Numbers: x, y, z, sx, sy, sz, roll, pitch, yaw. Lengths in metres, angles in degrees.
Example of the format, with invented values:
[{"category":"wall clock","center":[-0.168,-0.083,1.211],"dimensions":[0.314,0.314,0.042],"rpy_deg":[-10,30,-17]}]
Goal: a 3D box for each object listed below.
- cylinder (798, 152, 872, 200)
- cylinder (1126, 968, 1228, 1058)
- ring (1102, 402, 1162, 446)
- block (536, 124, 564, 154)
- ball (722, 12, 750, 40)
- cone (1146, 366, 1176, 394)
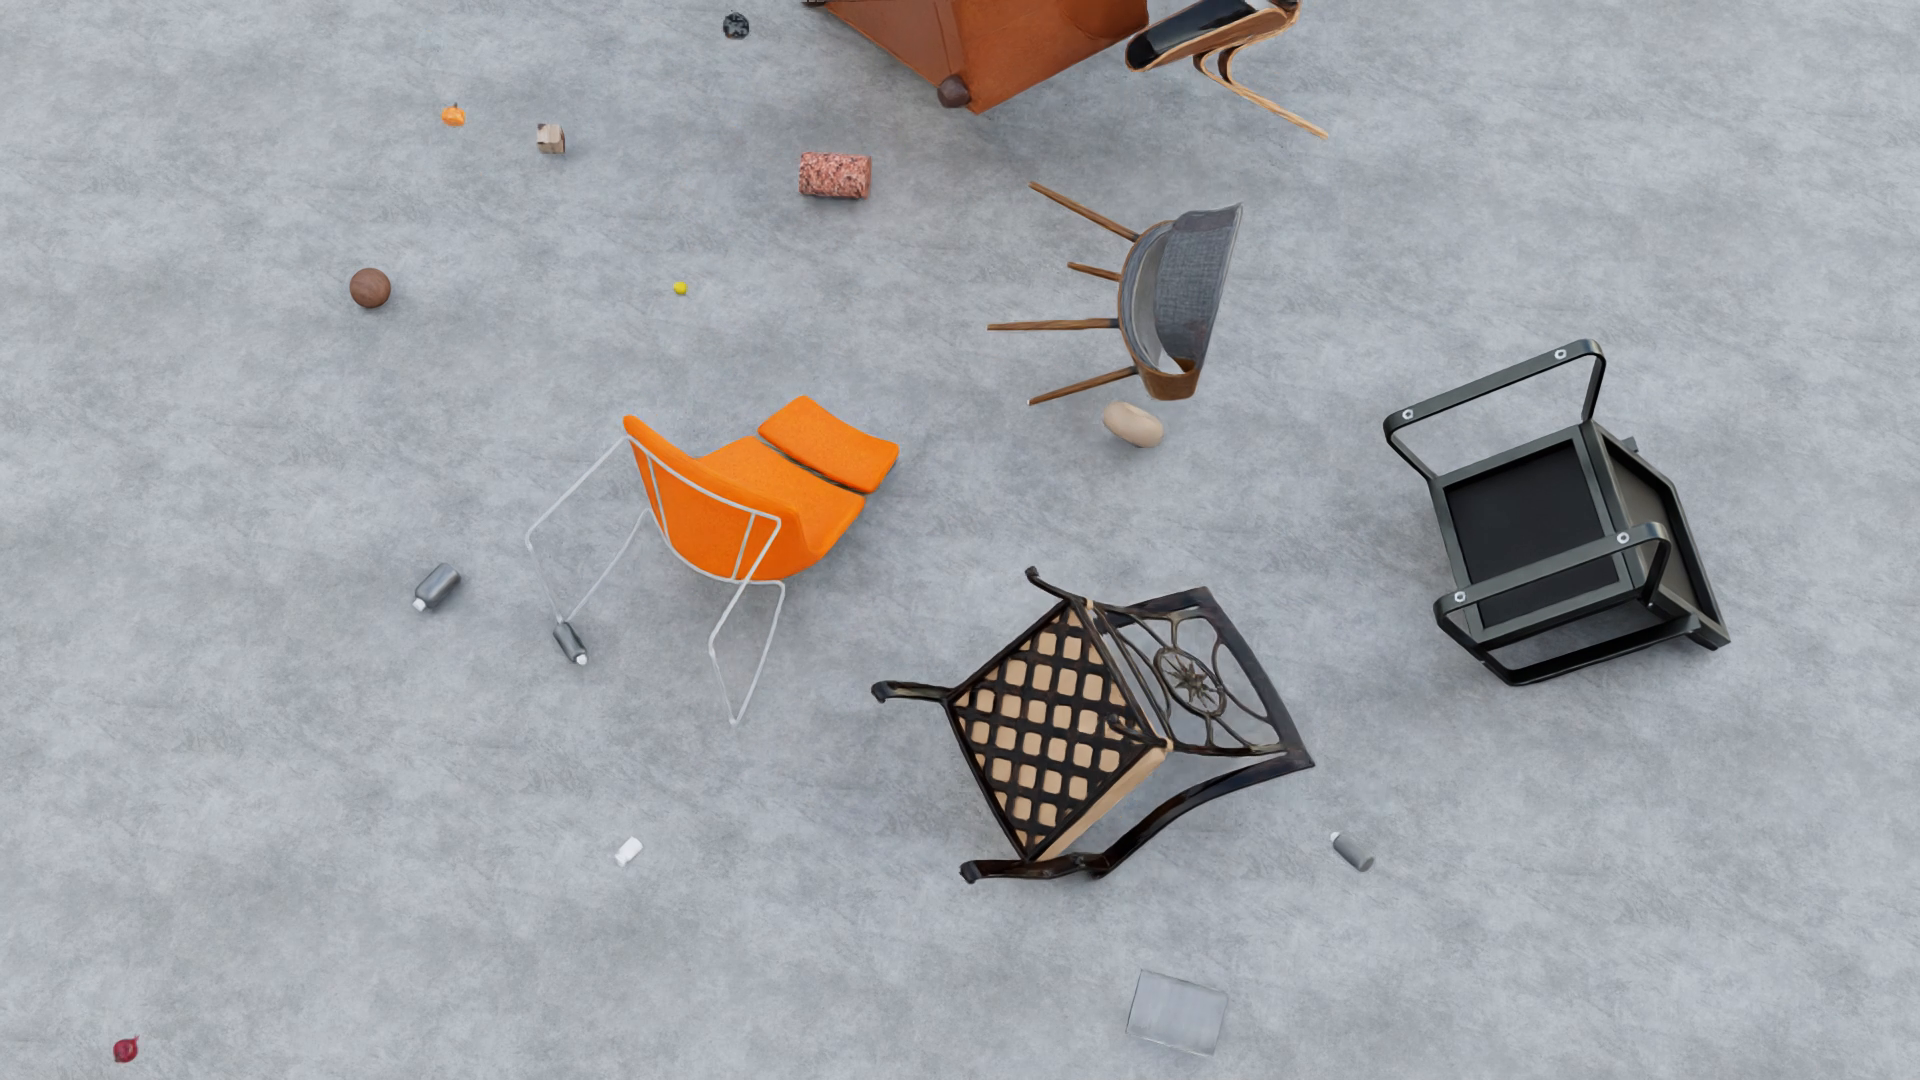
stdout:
[{"category":"cylinder","center":[-0.413,-1.207,7.289],"dimensions":[0.218,0.167,0.136],"rpy_deg":[5,91,4]},{"category":"cylinder","center":[0.558,1.216,5.651],"dimensions":[0.230,0.178,0.169],"rpy_deg":[14,57,9]},{"category":"ring","center":[0.524,-0.354,6.688],"dimensions":[0.170,0.242,0.087],"rpy_deg":[38,105,34]},{"category":"block","center":[-1.380,-1.352,7.413],"dimensions":[0.075,0.095,0.066],"rpy_deg":[1,78,1]},{"category":"ball","center":[-0.726,-1.665,7.133],"dimensions":[0.089,0.089,0.089],"rpy_deg":[0,56,0]},{"category":"cone","center":[0.633,-0.480,6.829],"dimensions":[0.099,0.130,0.050],"rpy_deg":[35,67,10]}]
